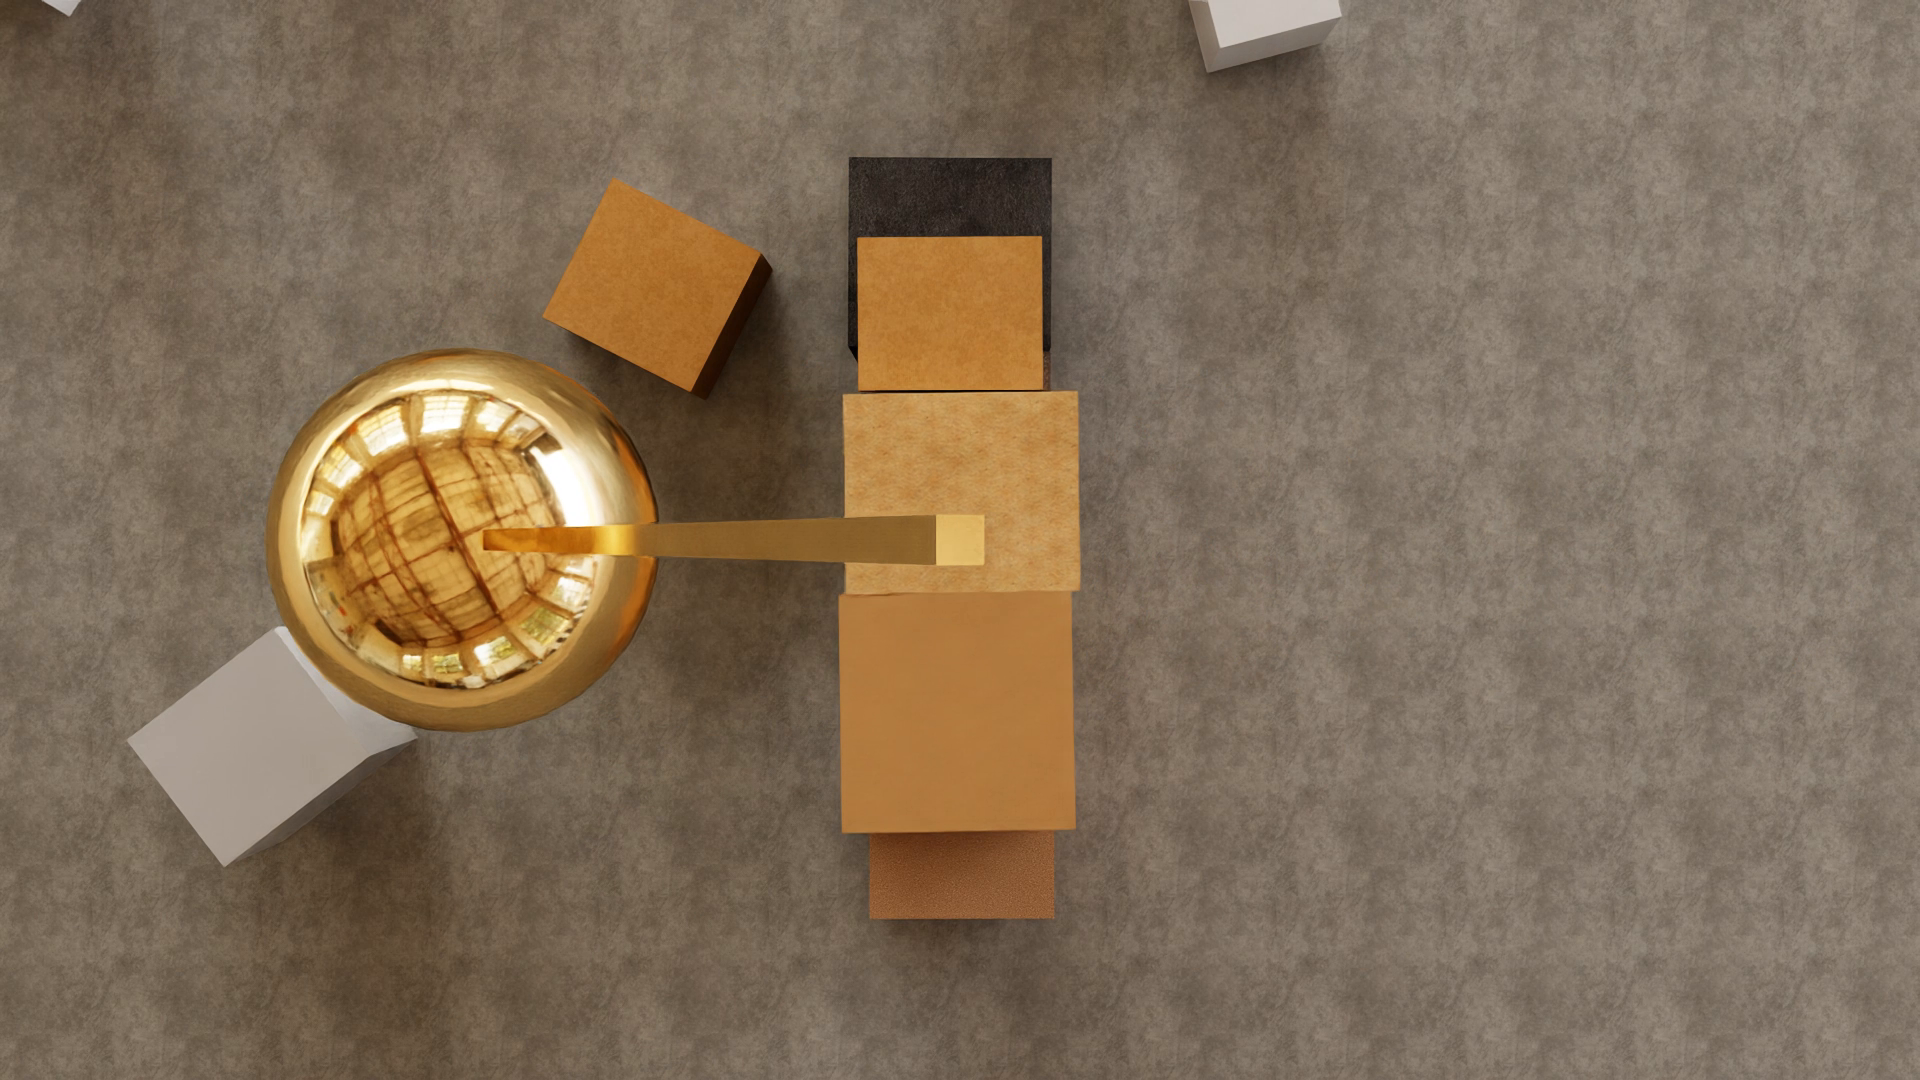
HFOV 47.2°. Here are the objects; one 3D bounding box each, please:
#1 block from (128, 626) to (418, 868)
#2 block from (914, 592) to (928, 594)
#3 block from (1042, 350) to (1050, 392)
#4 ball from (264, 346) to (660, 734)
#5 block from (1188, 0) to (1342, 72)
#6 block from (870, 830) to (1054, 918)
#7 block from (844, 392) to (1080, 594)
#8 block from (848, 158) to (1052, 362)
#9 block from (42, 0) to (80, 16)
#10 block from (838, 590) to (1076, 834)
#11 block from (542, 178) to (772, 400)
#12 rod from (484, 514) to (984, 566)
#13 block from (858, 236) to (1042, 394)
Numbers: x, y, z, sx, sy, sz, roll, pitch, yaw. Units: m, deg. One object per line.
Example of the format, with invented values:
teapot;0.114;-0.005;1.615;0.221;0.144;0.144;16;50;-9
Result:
block;-3.866;1.129;12.474;1.002;1.053;0.873;-37;90;0
block;-0.017;0.523;12.577;0.906;0.846;0.974;0;90;0
block;-0.002;-0.503;12.514;0.959;0.937;1.072;0;90;-2
ball;-2.047;0.000;9.122;1.600;1.600;1.600;0;90;0
block;1.704;-3.225;12.670;0.706;0.661;0.776;-15;90;0
block;0.010;1.549;12.532;1.014;0.936;1.057;0;90;0
block;-0.010;-0.237;11.478;1.165;1.133;0.992;-1;90;-2
block;-0.054;-1.553;12.429;1.096;1.143;1.020;0;90;0
block;-5.361;-3.601;12.628;0.717;0.743;0.745;33;90;0
block;-0.016;0.880;11.474;1.155;1.193;1.178;-1;87;0
block;-1.715;-1.420;12.616;0.925;0.768;0.871;27;90;0
rod;-0.887;0.000;5.926;0.080;5.200;0.080;0;90;-20
block;-0.050;-1.143;11.473;0.931;0.769;0.772;0;90;0
